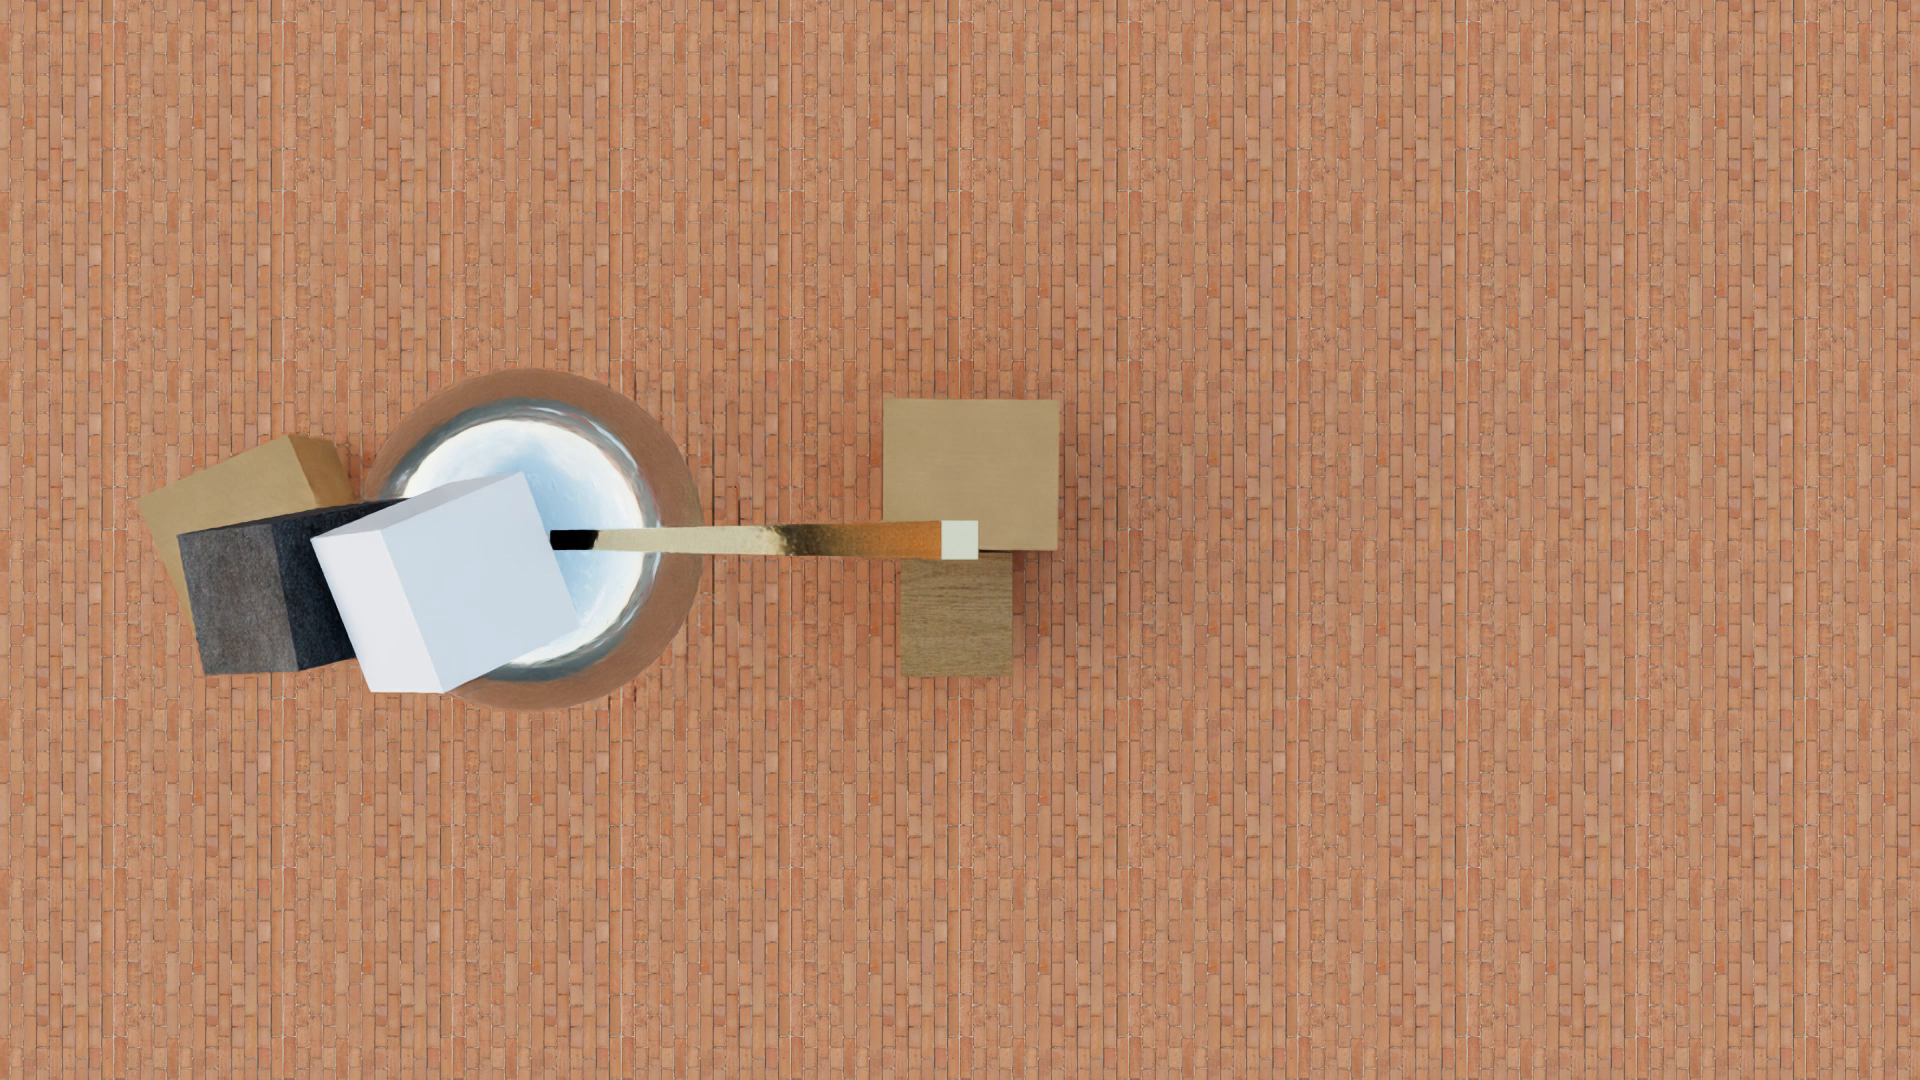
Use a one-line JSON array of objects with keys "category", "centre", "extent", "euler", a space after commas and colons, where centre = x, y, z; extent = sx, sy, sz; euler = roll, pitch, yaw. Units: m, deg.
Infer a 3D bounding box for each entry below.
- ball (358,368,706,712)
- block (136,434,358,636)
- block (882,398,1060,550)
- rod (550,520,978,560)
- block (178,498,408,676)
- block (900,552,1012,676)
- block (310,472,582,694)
[{"category": "ball", "centre": [-1.988, 0.000, 10.228], "extent": [1.600, 1.600, 1.600], "euler": [0, 90, 0]}, {"category": "block", "centre": [-3.966, -0.021, 12.571], "extent": [0.908, 0.858, 0.839], "euler": [-23, 90, 0]}, {"category": "block", "centre": [0.060, -0.359, 12.500], "extent": [0.956, 1.000, 0.822], "euler": [1, 90, 0]}, {"category": "rod", "centre": [-0.862, 0.000, 7.020], "extent": [0.080, 5.200, 0.080], "euler": [0, 90, -19]}, {"category": "block", "centre": [-2.805, 0.199, 9.441], "extent": [0.710, 0.689, 0.613], "euler": [-5, 97, 40]}, {"category": "block", "centre": [-0.019, 0.416, 12.643], "extent": [0.626, 0.713, 0.692], "euler": [0, 90, 0]}, {"category": "block", "centre": [-2.097, 0.177, 8.967], "extent": [0.657, 0.682, 0.681], "euler": [-27, 104, -37]}]
